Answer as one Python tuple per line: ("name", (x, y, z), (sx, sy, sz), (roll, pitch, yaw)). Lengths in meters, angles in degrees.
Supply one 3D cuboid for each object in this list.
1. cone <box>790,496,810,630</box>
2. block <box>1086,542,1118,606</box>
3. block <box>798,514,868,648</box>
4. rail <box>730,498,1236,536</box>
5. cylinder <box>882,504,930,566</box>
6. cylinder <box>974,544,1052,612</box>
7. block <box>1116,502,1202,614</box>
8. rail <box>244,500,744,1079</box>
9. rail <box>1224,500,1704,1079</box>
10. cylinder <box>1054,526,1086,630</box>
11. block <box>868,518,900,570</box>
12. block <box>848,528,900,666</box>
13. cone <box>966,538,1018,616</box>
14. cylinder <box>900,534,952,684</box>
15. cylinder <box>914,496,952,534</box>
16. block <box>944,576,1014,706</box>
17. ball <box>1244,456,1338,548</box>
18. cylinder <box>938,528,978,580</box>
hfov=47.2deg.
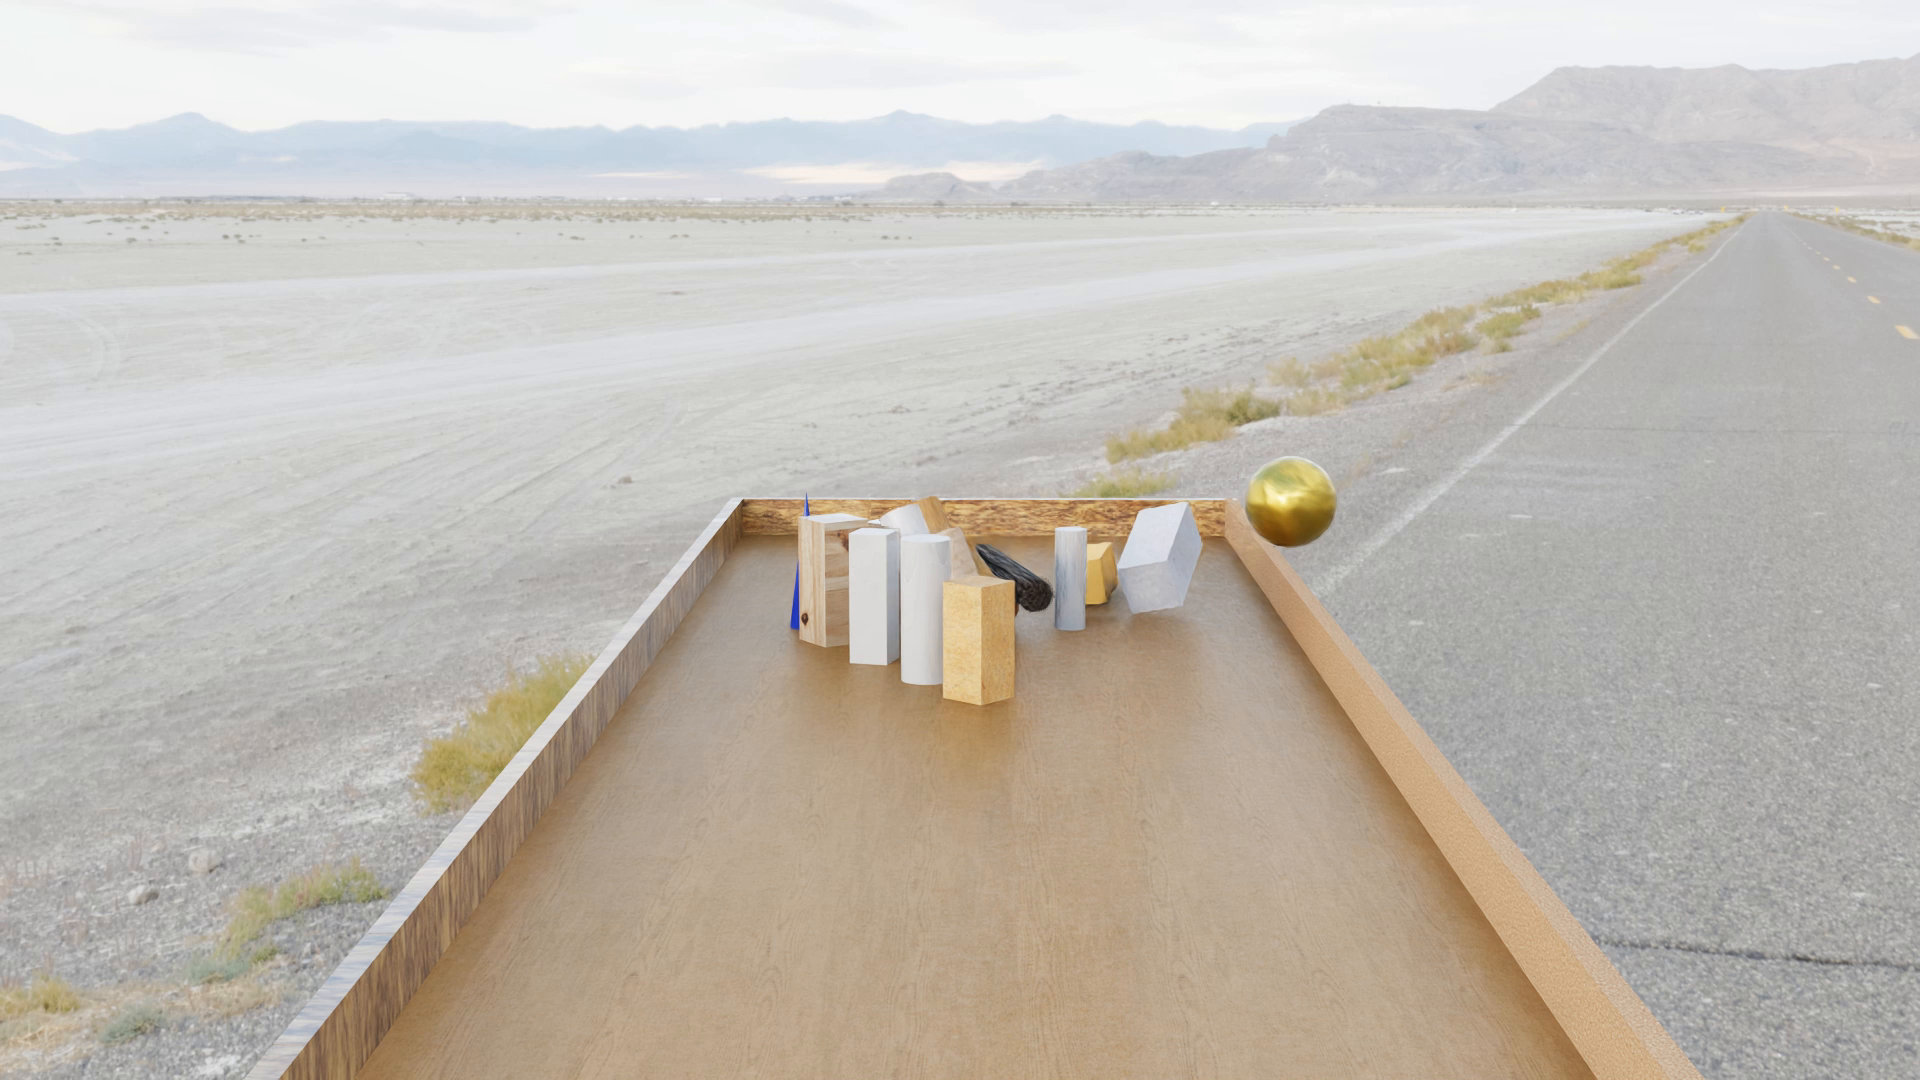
("cone", (-0.500, 0.061, 7.184), (0.117, 0.450, 0.117), (0, 9, 0))
("block", (0.448, 0.120, 7.691), (0.152, 0.152, 0.378), (-8, 7, 12))
("block", (-0.400, 0.125, 6.964), (0.160, 0.393, 0.160), (-6, 11, -34))
("rail", (0.099, -0.098, 9.147), (2.100, 0.150, 0.050), (0, 9, 1))
("cylinder", (-0.106, 0.118, 6.810), (0.126, 0.450, 0.126), (-21, -10, -4))
("cylinder", (0.163, 0.124, 7.304), (0.109, 0.109, 0.438), (-4, 17, -23))
("block", (0.686, 0.058, 7.523), (0.179, 0.179, 0.407), (-10, 26, 23))
("rail", (-1.004, 0.839, 3.234), (0.050, 0.150, 12.000), (0, 9, 1))
("rail", (1.046, 0.843, 3.208), (0.050, 0.150, 12.000), (0, 9, 1))
("cylinder", (0.360, 0.125, 7.176), (0.103, 0.326, 0.103), (0, 9, 0))
("block", (-0.217, 0.113, 7.177), (0.137, 0.351, 0.137), (8, 12, 40))
("block", (-0.260, 0.170, 6.668), (0.118, 0.397, 0.118), (3, 9, 17))
("cone", (0.067, 0.118, 7.192), (0.165, 0.165, 0.311), (-4, 54, -23))
("cylinder", (-0.099, 0.202, 6.404), (0.147, 0.417, 0.147), (0, 9, 0))
("cylinder", (-0.050, 0.065, 7.305), (0.126, 0.412, 0.126), (-21, -19, -8))
("block", (0.053, 0.280, 6.183), (0.142, 0.332, 0.142), (8, 12, 41))
("ball", (1.098, -0.127, 7.305), (0.305, 0.305, 0.305), (0, 9, 0))
("cylinder", (0.017, 0.162, 6.726), (0.113, 0.390, 0.113), (-20, -12, -4))
